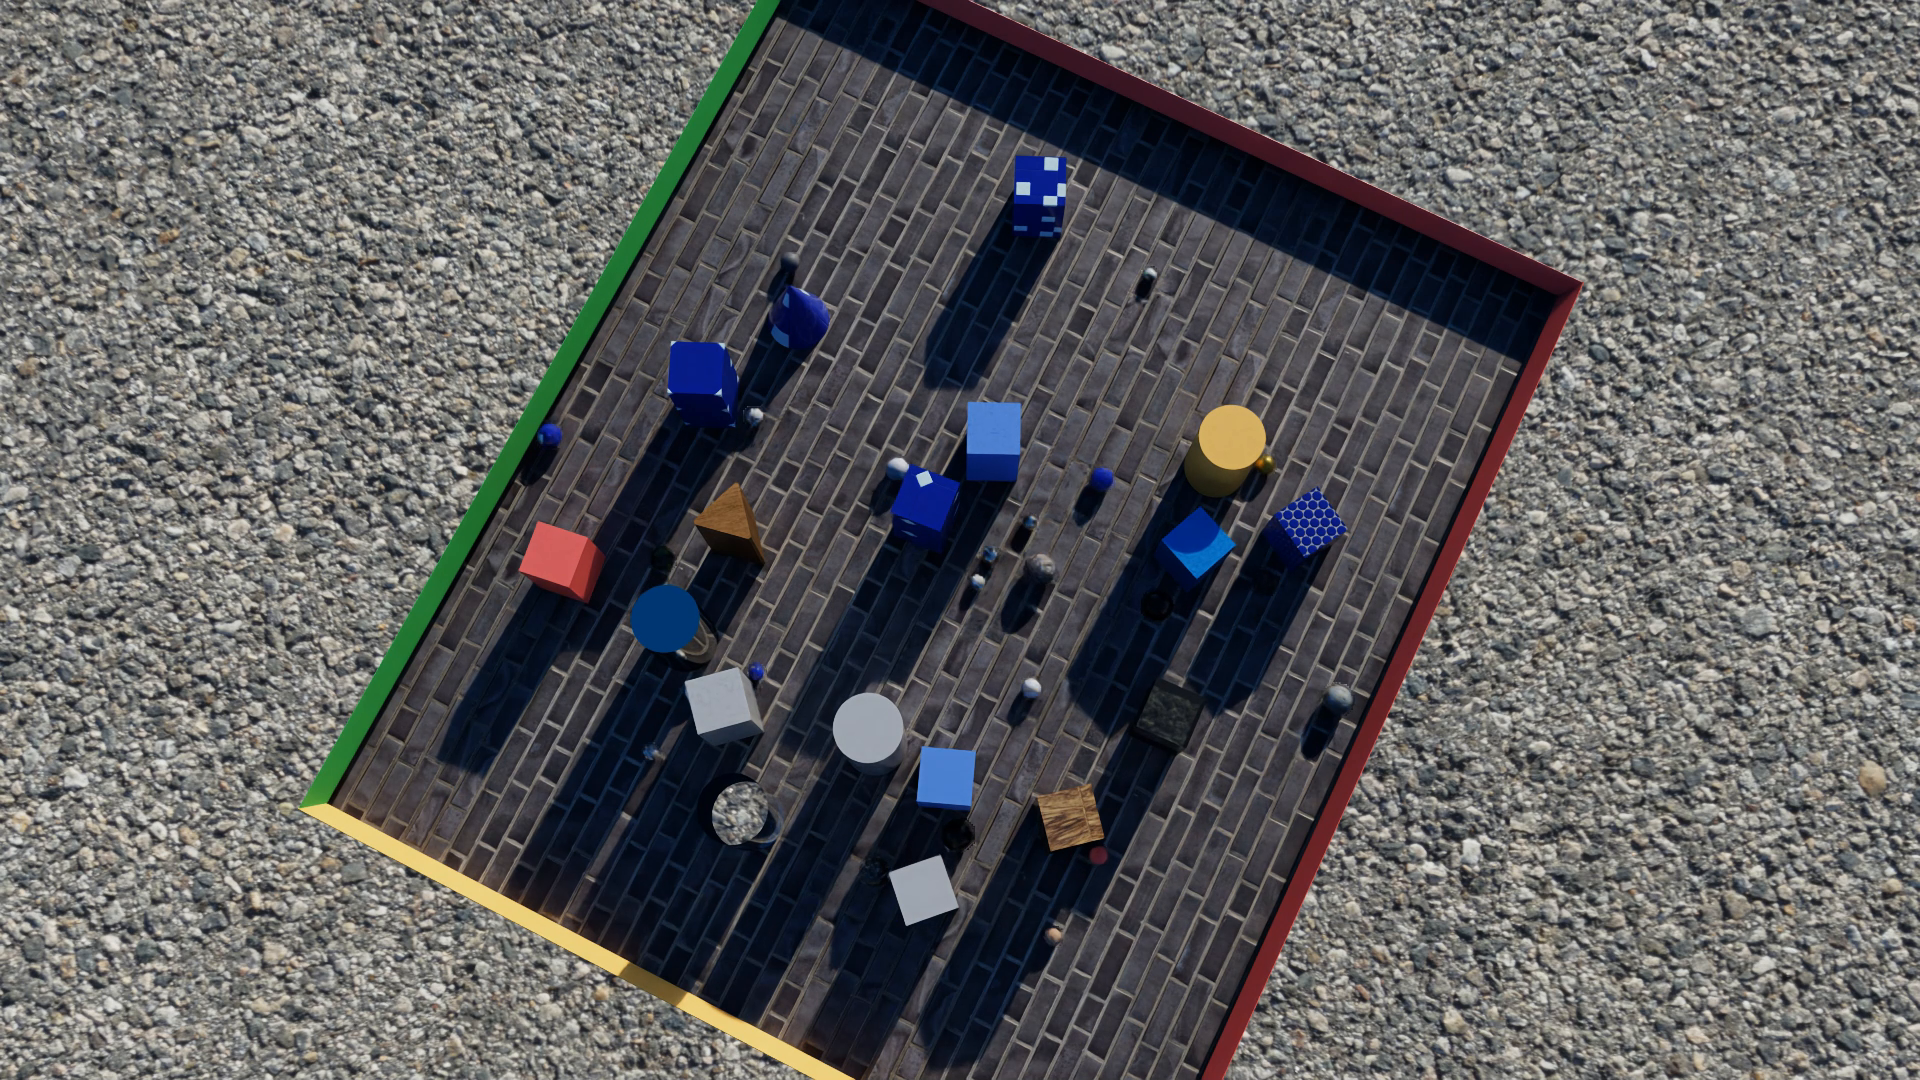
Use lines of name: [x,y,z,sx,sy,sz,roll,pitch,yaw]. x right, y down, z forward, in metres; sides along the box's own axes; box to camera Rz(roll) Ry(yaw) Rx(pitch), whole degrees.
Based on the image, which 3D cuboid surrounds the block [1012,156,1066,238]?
block: [0.244,-1.065,5.699,0.155,0.270,0.155,2,78,0]

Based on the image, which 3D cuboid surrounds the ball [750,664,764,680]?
ball: [-0.611,0.399,5.511,0.046,0.046,0.046,0,78,0]

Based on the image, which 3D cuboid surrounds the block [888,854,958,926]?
block: [-0.102,1.009,5.271,0.155,0.268,0.155,-19,79,-4]

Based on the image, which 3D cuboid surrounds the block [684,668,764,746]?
block: [-0.682,0.488,5.334,0.155,0.356,0.155,-15,79,-3]

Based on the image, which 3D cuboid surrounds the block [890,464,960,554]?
block: [-0.100,-0.088,5.461,0.155,0.340,0.155,21,79,4]

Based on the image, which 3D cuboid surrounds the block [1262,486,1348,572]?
block: [1.031,-0.029,5.500,0.155,0.240,0.155,-33,80,-6]

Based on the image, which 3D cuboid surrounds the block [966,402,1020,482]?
block: [0.099,-0.292,5.506,0.155,0.335,0.155,1,78,0]

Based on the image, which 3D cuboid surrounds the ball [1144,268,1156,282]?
ball: [0.598,-0.833,5.767,0.042,0.042,0.042,0,78,0]

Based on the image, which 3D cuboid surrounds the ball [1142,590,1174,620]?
ball: [0.597,0.197,5.529,0.091,0.091,0.091,0,78,0]

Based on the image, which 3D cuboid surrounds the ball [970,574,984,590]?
ball: [0.053,0.128,5.567,0.046,0.046,0.046,0,78,0]

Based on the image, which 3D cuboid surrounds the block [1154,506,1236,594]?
block: [0.699,0.031,5.488,0.155,0.240,0.155,-40,81,-8]

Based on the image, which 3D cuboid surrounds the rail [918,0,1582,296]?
rail: [0.696,-1.357,5.832,2.724,0.126,0.045,26,80,5]

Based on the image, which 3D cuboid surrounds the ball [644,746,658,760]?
ball: [-0.922,0.633,5.464,0.043,0.043,0.043,0,78,0]

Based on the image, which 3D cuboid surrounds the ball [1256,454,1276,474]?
ball: [0.939,-0.233,5.634,0.060,0.060,0.060,0,78,0]

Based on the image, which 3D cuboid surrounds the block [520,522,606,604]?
block: [-1.180,0.069,5.458,0.155,0.282,0.155,18,79,4]

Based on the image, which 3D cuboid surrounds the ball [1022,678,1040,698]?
ball: [0.213,0.445,5.494,0.059,0.059,0.059,0,78,0]

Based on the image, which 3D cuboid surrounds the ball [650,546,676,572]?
ball: [-0.903,0.056,5.566,0.076,0.076,0.076,0,78,0]

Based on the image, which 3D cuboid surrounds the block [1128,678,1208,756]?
block: [0.607,0.520,5.377,0.155,0.259,0.155,24,79,5]

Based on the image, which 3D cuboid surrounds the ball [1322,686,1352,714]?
ball: [1.128,0.477,5.473,0.088,0.088,0.088,0,78,0]

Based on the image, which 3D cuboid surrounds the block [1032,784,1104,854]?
block: [0.309,0.808,5.279,0.155,0.334,0.155,-13,79,-3]

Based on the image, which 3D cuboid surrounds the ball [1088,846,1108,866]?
ball: [0.406,0.929,5.396,0.056,0.056,0.056,0,78,0]

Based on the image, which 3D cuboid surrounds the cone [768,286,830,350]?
cone: [-0.508,-0.725,5.602,0.194,0.323,0.194,0,78,0]

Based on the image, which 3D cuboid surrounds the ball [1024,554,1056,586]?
ball: [0.241,0.089,5.549,0.097,0.097,0.097,0,78,0]

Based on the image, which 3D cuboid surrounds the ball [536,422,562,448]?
ball: [-1.263,-0.321,5.643,0.078,0.078,0.078,0,78,0]

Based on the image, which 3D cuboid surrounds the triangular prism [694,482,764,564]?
triangular prism: [-0.659,-0.057,5.429,0.168,0.390,0.146,16,79,3]

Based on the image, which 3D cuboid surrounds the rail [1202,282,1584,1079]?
rail: [1.197,0.593,5.428,0.045,0.126,3.162,26,80,5]

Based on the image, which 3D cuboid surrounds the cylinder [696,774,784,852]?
cylinder: [-0.619,0.779,5.215,0.194,0.472,0.194,0,78,0]

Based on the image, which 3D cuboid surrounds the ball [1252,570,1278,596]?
ball: [0.922,0.129,5.551,0.076,0.076,0.076,0,78,0]

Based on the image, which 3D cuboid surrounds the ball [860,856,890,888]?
ball: [-0.248,0.974,5.368,0.091,0.091,0.091,0,78,0]

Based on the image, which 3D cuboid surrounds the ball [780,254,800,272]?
ball: [-0.534,-0.872,5.766,0.061,0.061,0.061,0,78,0]

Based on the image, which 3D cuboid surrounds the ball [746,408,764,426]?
ball: [-0.635,-0.382,5.667,0.057,0.057,0.057,0,78,0]

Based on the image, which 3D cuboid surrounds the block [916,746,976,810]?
block: [-0.039,0.698,5.342,0.155,0.254,0.155,5,78,1]

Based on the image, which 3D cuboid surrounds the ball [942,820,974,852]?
ball: [-0.008,0.868,5.389,0.094,0.094,0.094,0,78,0]

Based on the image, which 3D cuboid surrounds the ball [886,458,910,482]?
ball: [-0.191,-0.217,5.625,0.072,0.072,0.072,0,78,0]

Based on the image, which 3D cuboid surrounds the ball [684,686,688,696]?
ball: [-0.801,0.450,5.496,0.053,0.053,0.053,0,78,0]

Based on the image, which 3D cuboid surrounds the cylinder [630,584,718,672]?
cylinder: [-0.830,0.262,5.356,0.194,0.404,0.194,0,78,0]

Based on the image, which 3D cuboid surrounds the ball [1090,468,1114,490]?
ball: [0.436,-0.188,5.619,0.071,0.071,0.071,0,78,0]

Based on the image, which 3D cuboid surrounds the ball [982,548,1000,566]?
ball: [0.093,0.051,5.578,0.055,0.055,0.055,0,78,0]

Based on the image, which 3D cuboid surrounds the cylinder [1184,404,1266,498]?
cylinder: [0.789,-0.262,5.487,0.194,0.360,0.194,0,78,0]

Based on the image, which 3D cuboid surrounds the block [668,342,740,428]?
block: [-0.769,-0.463,5.519,0.155,0.378,0.155,2,78,0]

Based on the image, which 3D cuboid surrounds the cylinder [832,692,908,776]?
cylinder: [-0.253,0.563,5.270,0.194,0.450,0.194,0,78,0]

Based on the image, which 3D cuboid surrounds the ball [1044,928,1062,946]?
ball: [0.271,1.158,5.350,0.052,0.052,0.052,0,78,0]

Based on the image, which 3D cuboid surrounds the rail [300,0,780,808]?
rail: [-1.197,-0.579,5.671,0.045,0.126,3.162,26,80,5]

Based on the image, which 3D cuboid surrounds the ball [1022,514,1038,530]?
ball: [0.213,-0.054,5.604,0.047,0.047,0.047,0,78,0]

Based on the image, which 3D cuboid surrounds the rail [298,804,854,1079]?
rail: [-0.696,1.371,5.267,2.724,0.126,0.045,26,80,5]
